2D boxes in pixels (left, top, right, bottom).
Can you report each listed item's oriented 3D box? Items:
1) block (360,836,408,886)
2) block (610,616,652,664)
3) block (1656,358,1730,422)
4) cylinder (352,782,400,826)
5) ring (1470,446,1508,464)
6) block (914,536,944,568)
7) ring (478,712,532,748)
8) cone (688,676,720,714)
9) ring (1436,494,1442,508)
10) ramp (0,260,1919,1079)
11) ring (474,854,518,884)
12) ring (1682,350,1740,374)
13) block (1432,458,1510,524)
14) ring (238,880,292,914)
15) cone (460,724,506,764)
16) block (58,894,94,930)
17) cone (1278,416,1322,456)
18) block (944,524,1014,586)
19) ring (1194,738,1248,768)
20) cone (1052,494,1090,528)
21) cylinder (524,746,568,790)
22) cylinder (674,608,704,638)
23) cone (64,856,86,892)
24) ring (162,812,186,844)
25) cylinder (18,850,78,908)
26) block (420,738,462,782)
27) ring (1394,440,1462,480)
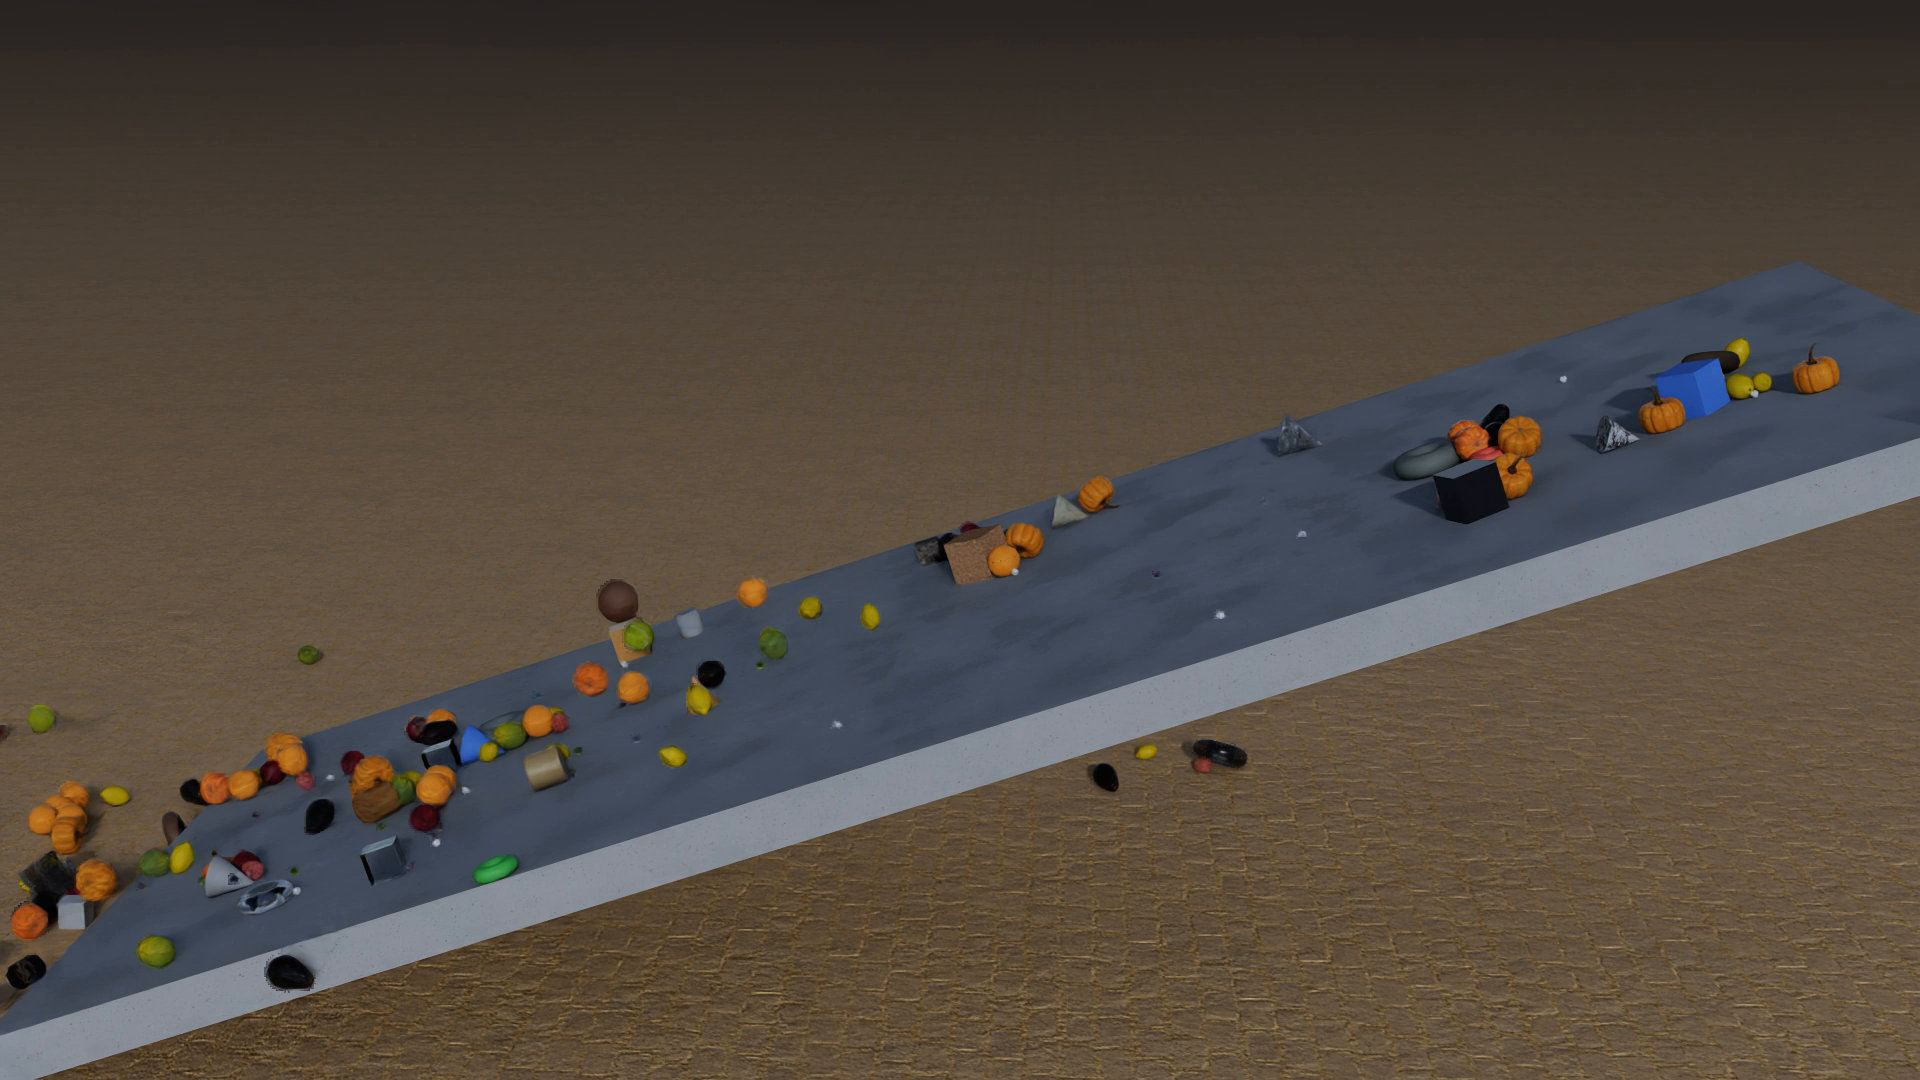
[{"bbox_3d":[-1.117,0.623,5.707,0.067,0.067,0.067,-19,11,0],"label":"block"},{"bbox_3d":[-0.790,0.240,7.054,0.080,0.080,0.080,-19,11,-3],"label":"block"},{"bbox_3d":[1.468,-0.301,5.891,0.092,0.092,0.092,-28,14,-39],"label":"block"},{"bbox_3d":[-1.238,0.558,6.235,0.070,0.070,0.070,10,27,40],"label":"cylinder"},{"bbox_3d":[1.090,-0.171,6.056,0.083,0.028,0.083,-18,12,4],"label":"ring"},{"bbox_3d":[-0.073,0.028,6.972,0.053,0.053,0.053,-18,11,6],"label":"block"},{"bbox_3d":[-1.025,0.429,6.582,0.149,0.050,0.149,-21,13,5],"label":"ring"},{"bbox_3d":[-0.557,0.321,6.257,0.075,0.075,0.075,-18,11,3],"label":"cone"},{"bbox_3d":[0.993,-0.092,5.793,0.114,0.038,0.114,-20,11,4],"label":"ring"},{"bbox_3d":[0.104,0.181,6.308,4.000,0.100,2.000,-18,11,6],"label":"ramp"},{"bbox_3d":[-0.860,0.609,5.443,0.087,0.029,0.087,-19,10,4],"label":"ring"},{"bbox_3d":[1.562,-0.368,6.121,0.120,0.040,0.120,-3,-4,0],"label":"ring"},{"bbox_3d":[0.984,-0.094,5.667,0.093,0.093,0.093,-21,11,-12],"label":"block"},{"bbox_3d":[-1.371,0.705,5.809,0.113,0.038,0.113,-18,12,4],"label":"ring"},{"bbox_3d":[-1.044,0.459,6.485,0.090,0.090,0.090,10,13,6],"label":"cone"},{"bbox_3d":[-1.938,0.815,6.445,0.059,0.059,0.059,1,12,3],"label":"block"},{"bbox_3d":[0.796,-0.232,6.824,0.097,0.097,0.097,13,15,14],"label":"cone"},{"bbox_3d":[0.043,0.034,6.620,0.099,0.099,0.099,-11,13,35],"label":"block"},{"bbox_3d":[0.675,0.553,7.630,0.147,0.049,0.147,15,-8,2],"label":"ring"},{"bbox_3d":[0.264,-0.061,6.890,0.082,0.082,0.082,10,13,5],"label":"cone"},{"bbox_3d":[-0.847,0.468,6.017,0.072,0.072,0.072,-19,13,-1],"label":"cylinder"},{"bbox_3d":[-0.652,0.200,7.084,0.057,0.057,0.057,-18,11,3],"label":"cylinder"},{"bbox_3d":[-2.030,0.754,6.700,0.074,0.074,0.074,0,12,0],"label":"cone"},{"bbox_3d":[-1.844,0.692,6.920,0.038,0.113,0.113,-21,15,-6],"label":"ring"},{"bbox_3d":[-2.035,0.756,6.561,0.092,0.092,0.092,-34,9,6],"label":"cylinder"},{"bbox_3d":[-1.139,0.483,6.463,0.064,0.064,0.064,-18,11,2],"label":"block"},{"bbox_3d":[0.981,-0.168,6.169,0.147,0.049,0.147,-19,9,3],"label":"ring"}]
